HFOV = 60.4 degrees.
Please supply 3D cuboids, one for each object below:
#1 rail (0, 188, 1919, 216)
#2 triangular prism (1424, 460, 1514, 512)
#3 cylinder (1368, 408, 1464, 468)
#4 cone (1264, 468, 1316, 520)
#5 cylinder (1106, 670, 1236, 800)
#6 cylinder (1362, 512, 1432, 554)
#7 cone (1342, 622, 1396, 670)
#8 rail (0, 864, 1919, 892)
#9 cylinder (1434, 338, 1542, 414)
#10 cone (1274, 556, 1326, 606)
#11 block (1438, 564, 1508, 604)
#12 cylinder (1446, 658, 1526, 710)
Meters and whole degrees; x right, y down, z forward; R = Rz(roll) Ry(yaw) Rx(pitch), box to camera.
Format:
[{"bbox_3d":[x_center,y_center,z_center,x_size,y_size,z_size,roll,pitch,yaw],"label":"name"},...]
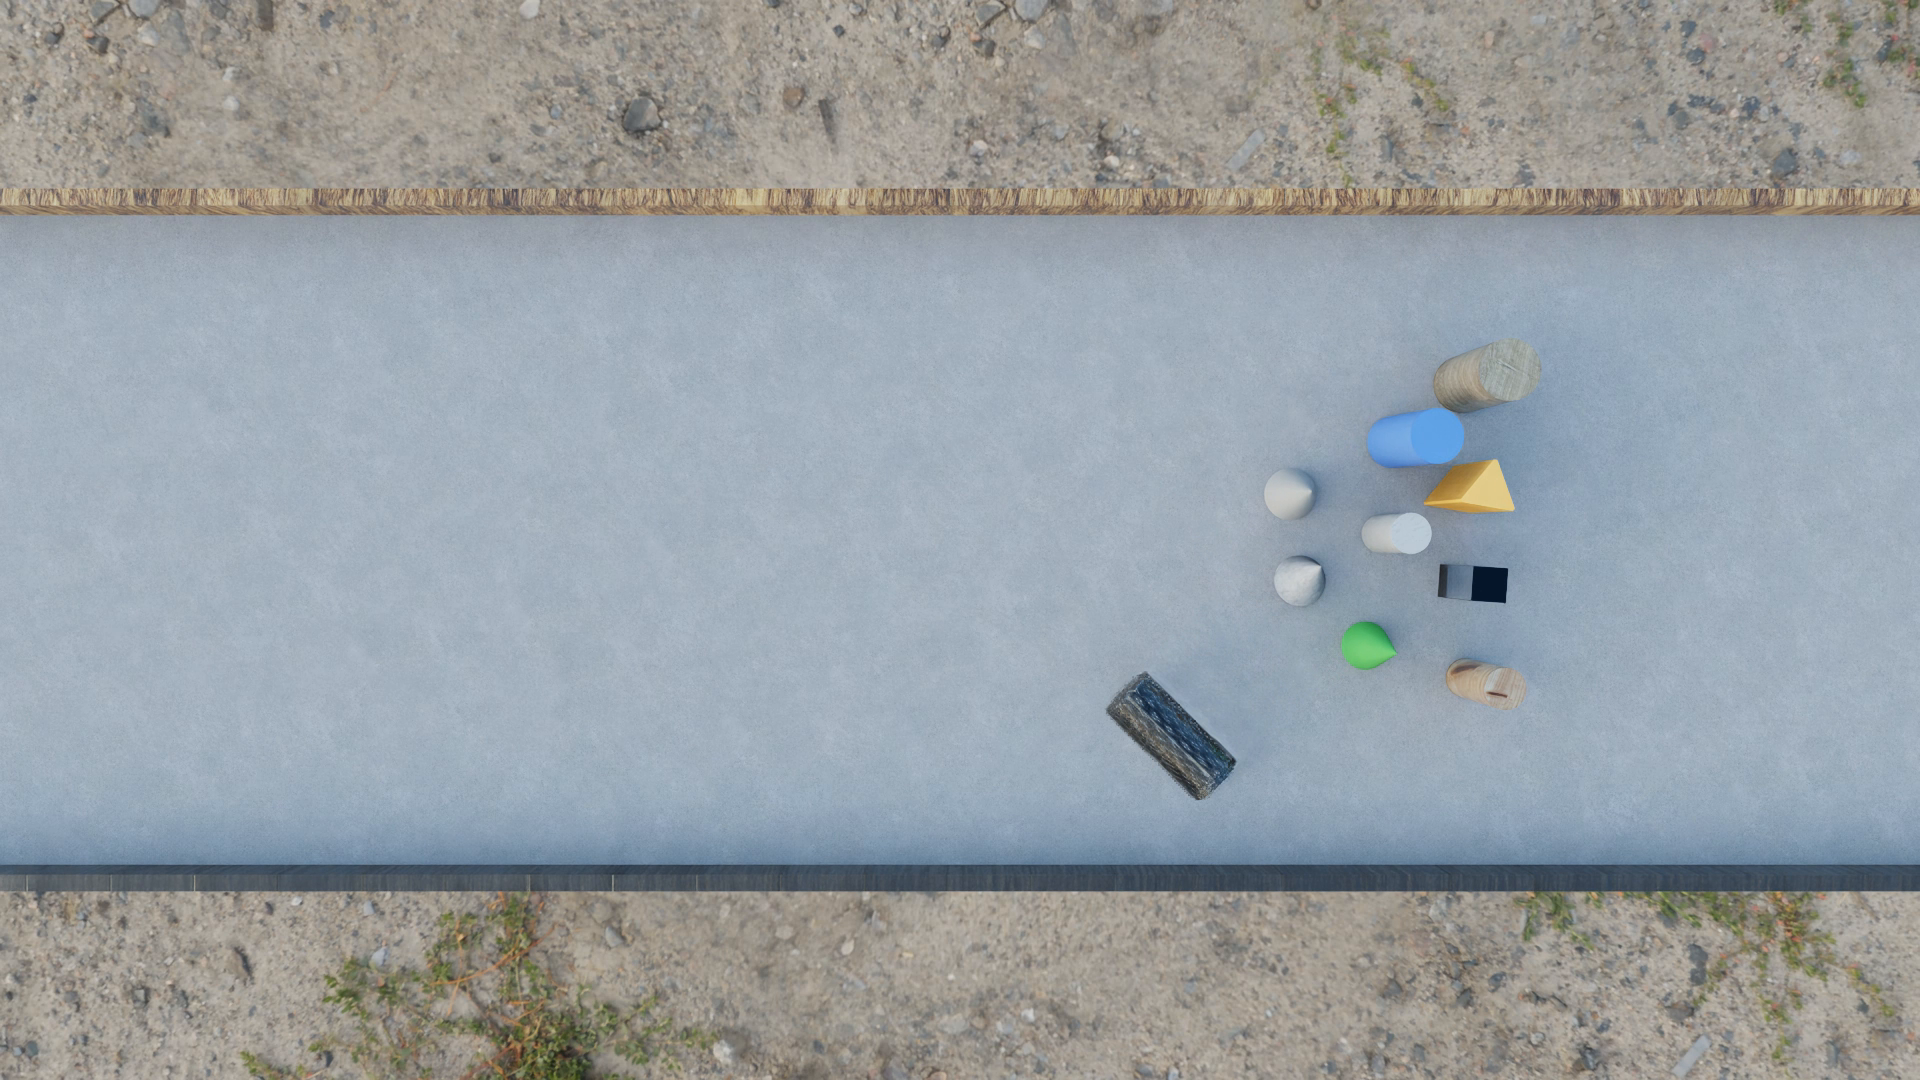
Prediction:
[{"bbox_3d":[-2.247,-1.025,5.002,12.000,0.150,0.050,0,90,0],"label":"rail"},{"bbox_3d":[1.514,-0.164,4.887,0.153,0.378,0.132,10,90,0],"label":"triangular prism"},{"bbox_3d":[1.346,-0.299,4.891,0.159,0.356,0.159,0,91,-6],"label":"cylinder"},{"bbox_3d":[1.017,-0.141,4.923,0.161,0.308,0.161,0,90,0],"label":"cone"},{"bbox_3d":[0.639,0.591,4.991,0.381,0.171,0.171,45,90,0],"label":"cylinder"},{"bbox_3d":[1.295,-0.019,4.905,0.118,0.343,0.118,0,90,0],"label":"cylinder"},{"bbox_3d":[1.248,0.325,4.890,0.148,0.372,0.148,0,90,0],"label":"cone"},{"bbox_3d":[-2.247,1.025,5.001,12.000,0.150,0.050,0,90,0],"label":"rail"},{"bbox_3d":[1.546,-0.479,4.856,0.178,0.441,0.178,0,90,0],"label":"cylinder"},{"bbox_3d":[1.035,0.099,4.874,0.157,0.386,0.157,0,82,3],"label":"cone"},{"bbox_3d":[1.524,0.128,4.911,0.101,0.331,0.101,4,90,0],"label":"block"},{"bbox_3d":[1.555,0.424,4.889,0.122,0.374,0.122,0,90,0],"label":"cylinder"}]
